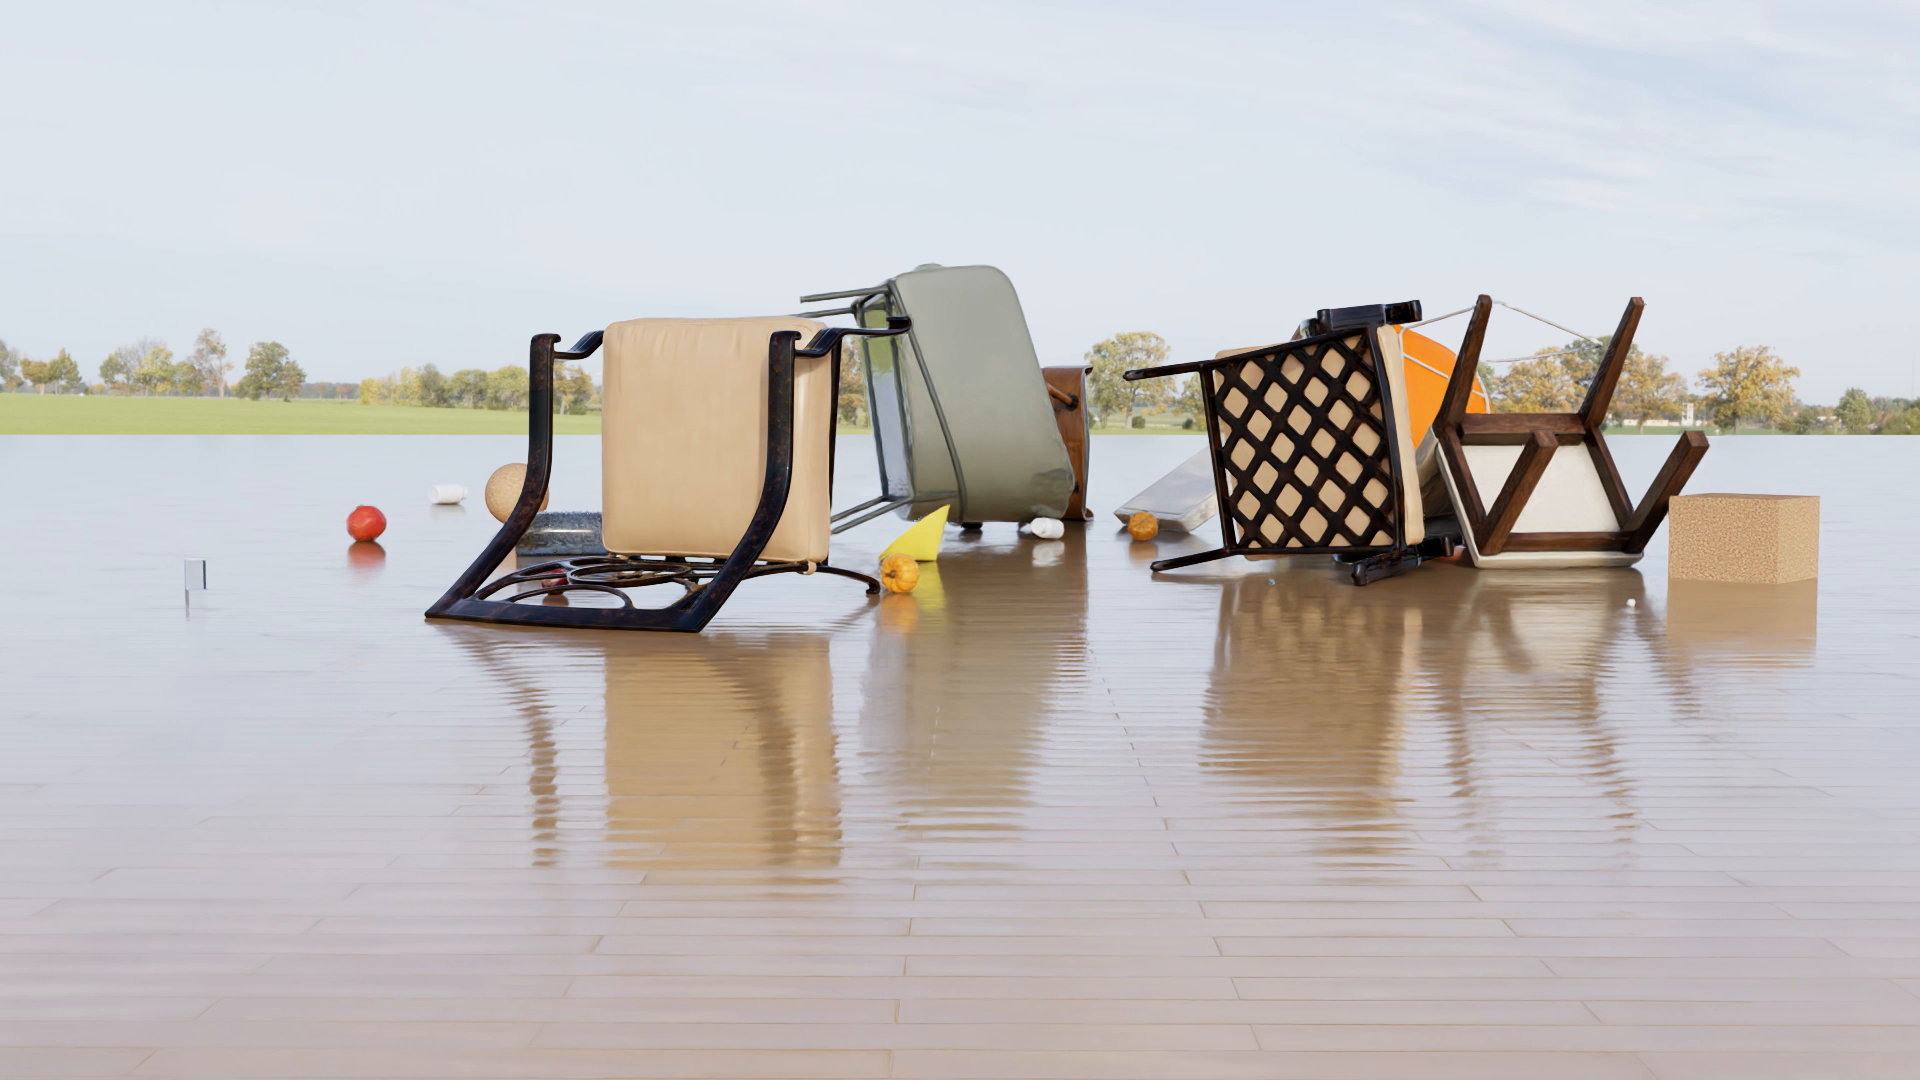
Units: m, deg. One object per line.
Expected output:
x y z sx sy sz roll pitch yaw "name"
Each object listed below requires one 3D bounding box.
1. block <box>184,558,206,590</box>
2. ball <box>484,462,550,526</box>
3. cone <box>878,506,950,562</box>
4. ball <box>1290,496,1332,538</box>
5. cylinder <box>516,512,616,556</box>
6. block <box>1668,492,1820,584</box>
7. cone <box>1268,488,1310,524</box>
-1.719 0.076 4.941 0.037 0.067 0.071 -2 4 -27 "block"
-1.447 -0.148 7.184 0.209 0.209 0.209 0 4 0 "ball"
-0.091 0.018 5.747 0.233 0.094 0.223 -38 -7 4 "cone"
1.059 -0.071 6.639 0.129 0.129 0.129 0 4 0 "ball"
-1.069 -0.019 5.961 0.262 0.116 0.206 -1 -2 -10 "cylinder"
1.867 -0.007 5.237 0.262 0.194 0.255 3 5 41 "block"
1.072 -0.084 7.312 0.188 0.127 0.179 15 -24 -24 "cone"
